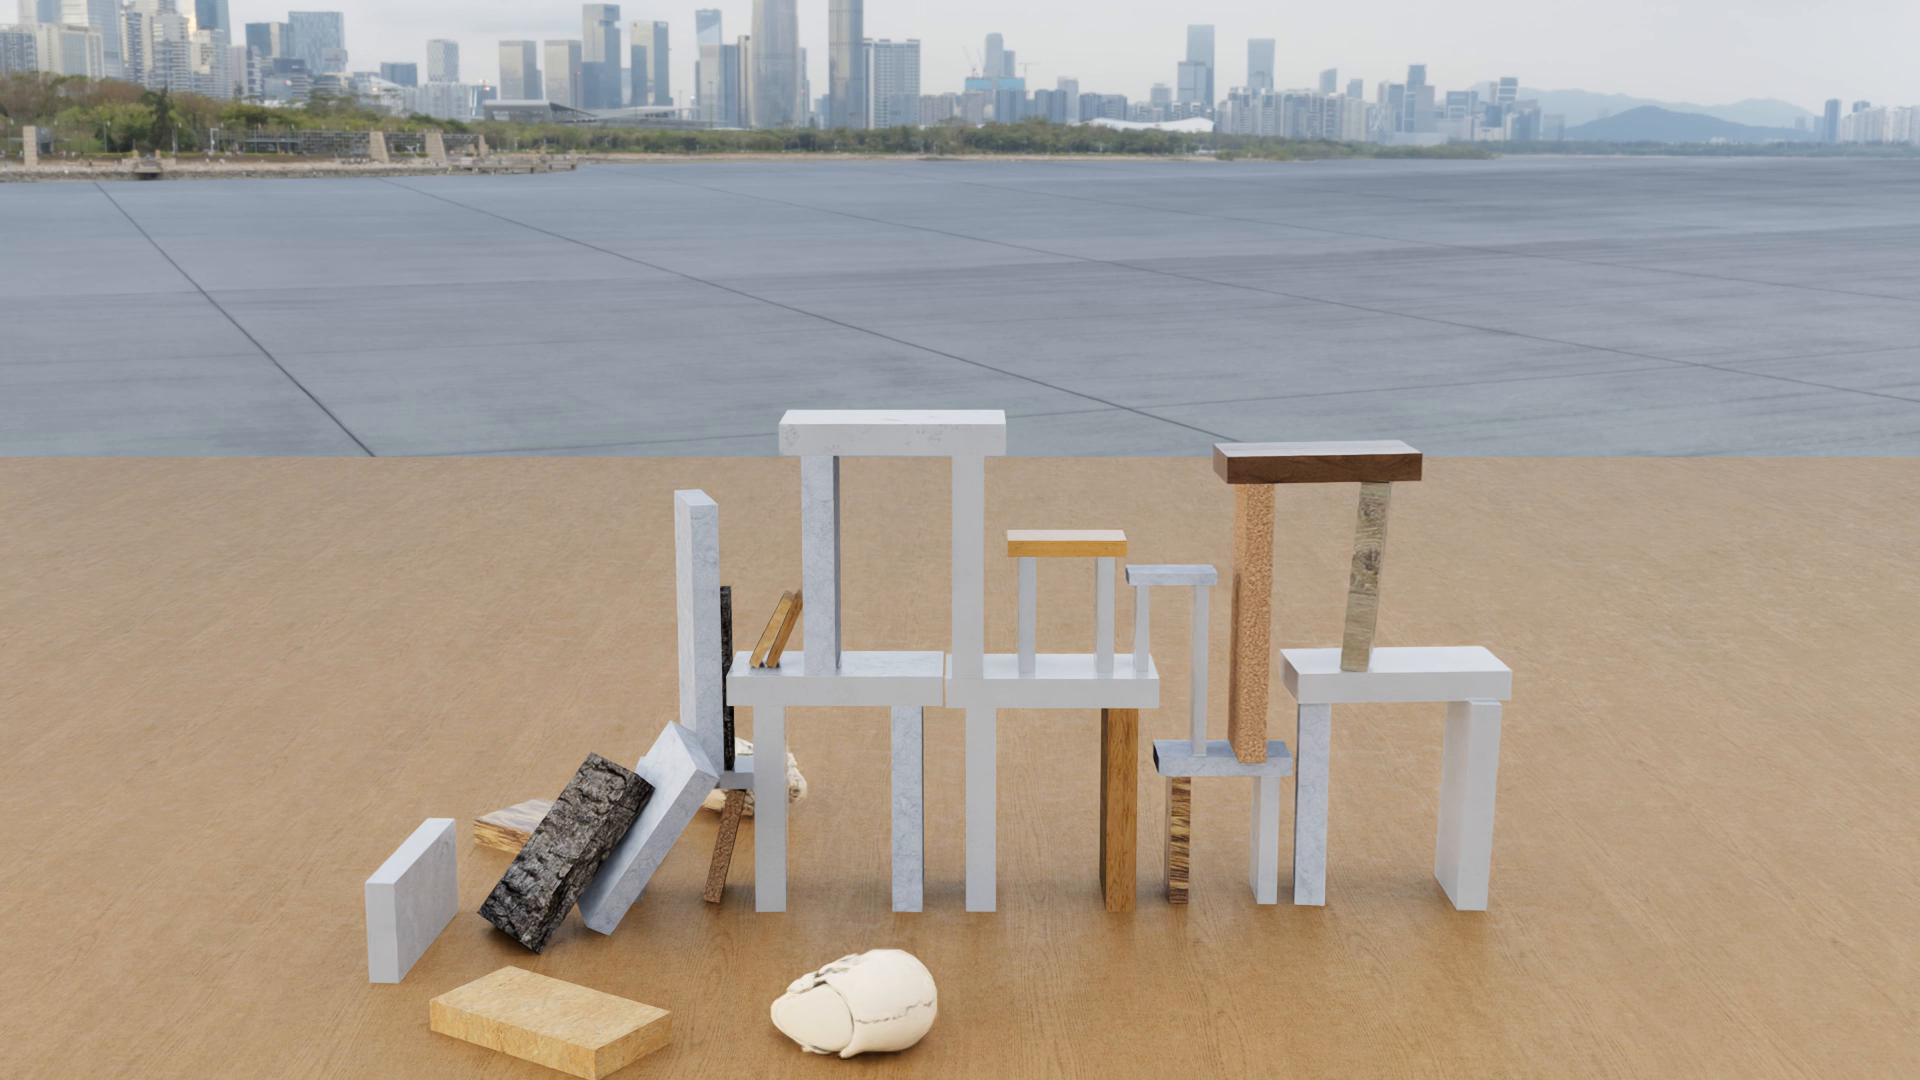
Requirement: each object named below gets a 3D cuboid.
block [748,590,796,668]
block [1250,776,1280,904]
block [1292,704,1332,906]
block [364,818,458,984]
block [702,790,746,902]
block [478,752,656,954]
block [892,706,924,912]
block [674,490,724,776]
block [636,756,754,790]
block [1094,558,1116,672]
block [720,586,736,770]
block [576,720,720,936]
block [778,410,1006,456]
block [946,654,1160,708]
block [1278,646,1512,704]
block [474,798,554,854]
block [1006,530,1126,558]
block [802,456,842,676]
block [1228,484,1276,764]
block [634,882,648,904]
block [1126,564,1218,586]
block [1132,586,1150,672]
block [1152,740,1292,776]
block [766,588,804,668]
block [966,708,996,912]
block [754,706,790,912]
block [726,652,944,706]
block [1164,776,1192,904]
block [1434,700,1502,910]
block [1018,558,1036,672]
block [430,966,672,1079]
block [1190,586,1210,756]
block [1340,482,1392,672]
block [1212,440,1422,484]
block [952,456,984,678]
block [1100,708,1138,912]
[{"bbox_3d":[-0.306,0.145,3.584,0.017,0.123,0.062,27,9,-5],"label":"block"},{"bbox_3d":[0.505,0.482,3.653,0.031,0.218,0.109,0,11,0],"label":"block"},{"bbox_3d":[0.586,0.415,3.667,0.049,0.346,0.173,1,11,7],"label":"block"},{"bbox_3d":[-0.850,0.556,3.422,0.044,0.157,0.313,1,11,4],"label":"block"},{"bbox_3d":[-0.387,0.493,3.654,0.028,0.195,0.098,14,10,-3],"label":"block"},{"bbox_3d":[-0.625,0.492,3.486,0.155,0.311,0.044,14,-25,52],"label":"block"},{"bbox_3d":[-0.086,0.420,3.637,0.049,0.346,0.173,0,11,0],"label":"block"},{"bbox_3d":[-0.426,0.150,3.591,0.044,0.445,0.155,-3,11,-16],"label":"block"},{"bbox_3d":[-0.434,0.384,3.627,0.195,0.028,0.098,0,10,-3],"label":"block"},{"bbox_3d":[0.235,0.112,3.585,0.027,0.190,0.095,0,11,0],"label":"block"},{"bbox_3d":[-0.382,0.226,3.596,0.017,0.295,0.062,0,10,-1],"label":"block"},{"bbox_3d":[-0.510,0.458,3.506,0.044,0.313,0.157,30,10,-32],"label":"block"},{"bbox_3d":[-0.106,-0.173,3.531,0.355,0.050,0.178,0,11,0],"label":"block"},{"bbox_3d":[0.148,0.230,3.602,0.342,0.048,0.171,0,11,0],"label":"block"},{"bbox_3d":[0.713,0.221,3.624,0.346,0.049,0.173,-1,11,-2],"label":"block"},{"bbox_3d":[-0.696,0.524,3.902,0.310,0.044,0.155,7,13,34],"label":"block"},{"bbox_3d":[0.172,0.005,3.565,0.190,0.027,0.095,0,11,0],"label":"block"},{"bbox_3d":[-0.224,0.027,3.567,0.050,0.356,0.178,0,11,0],"label":"block"},{"bbox_3d":[0.473,0.122,3.581,0.044,0.455,0.154,0,11,0],"label":"block"},{"bbox_3d":[-0.525,0.493,3.651,0.028,0.195,0.098,8,10,-2],"label":"block"},{"bbox_3d":[0.342,0.057,3.567,0.142,0.020,0.071,0,11,0],"label":"block"},{"bbox_3d":[0.295,0.137,3.582,0.020,0.142,0.071,0,11,0],"label":"block"},{"bbox_3d":[0.432,0.360,3.631,0.218,0.031,0.109,0,11,0],"label":"block"},{"bbox_3d":[-0.283,0.144,3.582,0.017,0.123,0.062,24,10,-4],"label":"block"},{"bbox_3d":[0.034,0.422,3.637,0.048,0.342,0.171,0,11,0],"label":"block"},{"bbox_3d":[-0.312,0.420,3.637,0.049,0.346,0.173,0,11,-3],"label":"block"},{"bbox_3d":[-0.200,0.226,3.601,0.346,0.049,0.173,0,11,0],"label":"block"},{"bbox_3d":[0.361,0.482,3.653,0.031,0.218,0.109,0,11,0],"label":"block"},{"bbox_3d":[0.840,0.419,3.642,0.049,0.346,0.173,2,11,0],"label":"block"},{"bbox_3d":[0.108,0.112,3.585,0.027,0.190,0.095,0,11,0],"label":"block"},{"bbox_3d":[-0.576,0.675,3.088,0.313,0.044,0.157,7,13,33],"label":"block"},{"bbox_3d":[0.391,0.206,3.595,0.020,0.284,0.071,0,11,0],"label":"block"},{"bbox_3d":[0.664,0.046,3.583,0.044,0.309,0.154,7,12,13],"label":"block"},{"bbox_3d":[0.573,-0.126,3.542,0.309,0.044,0.154,-1,10,-2],"label":"block"},{"bbox_3d":[0.013,0.029,3.568,0.050,0.360,0.178,0,11,0],"label":"block"},{"bbox_3d":[0.262,0.422,3.637,0.048,0.342,0.171,0,11,0],"label":"block"}]
